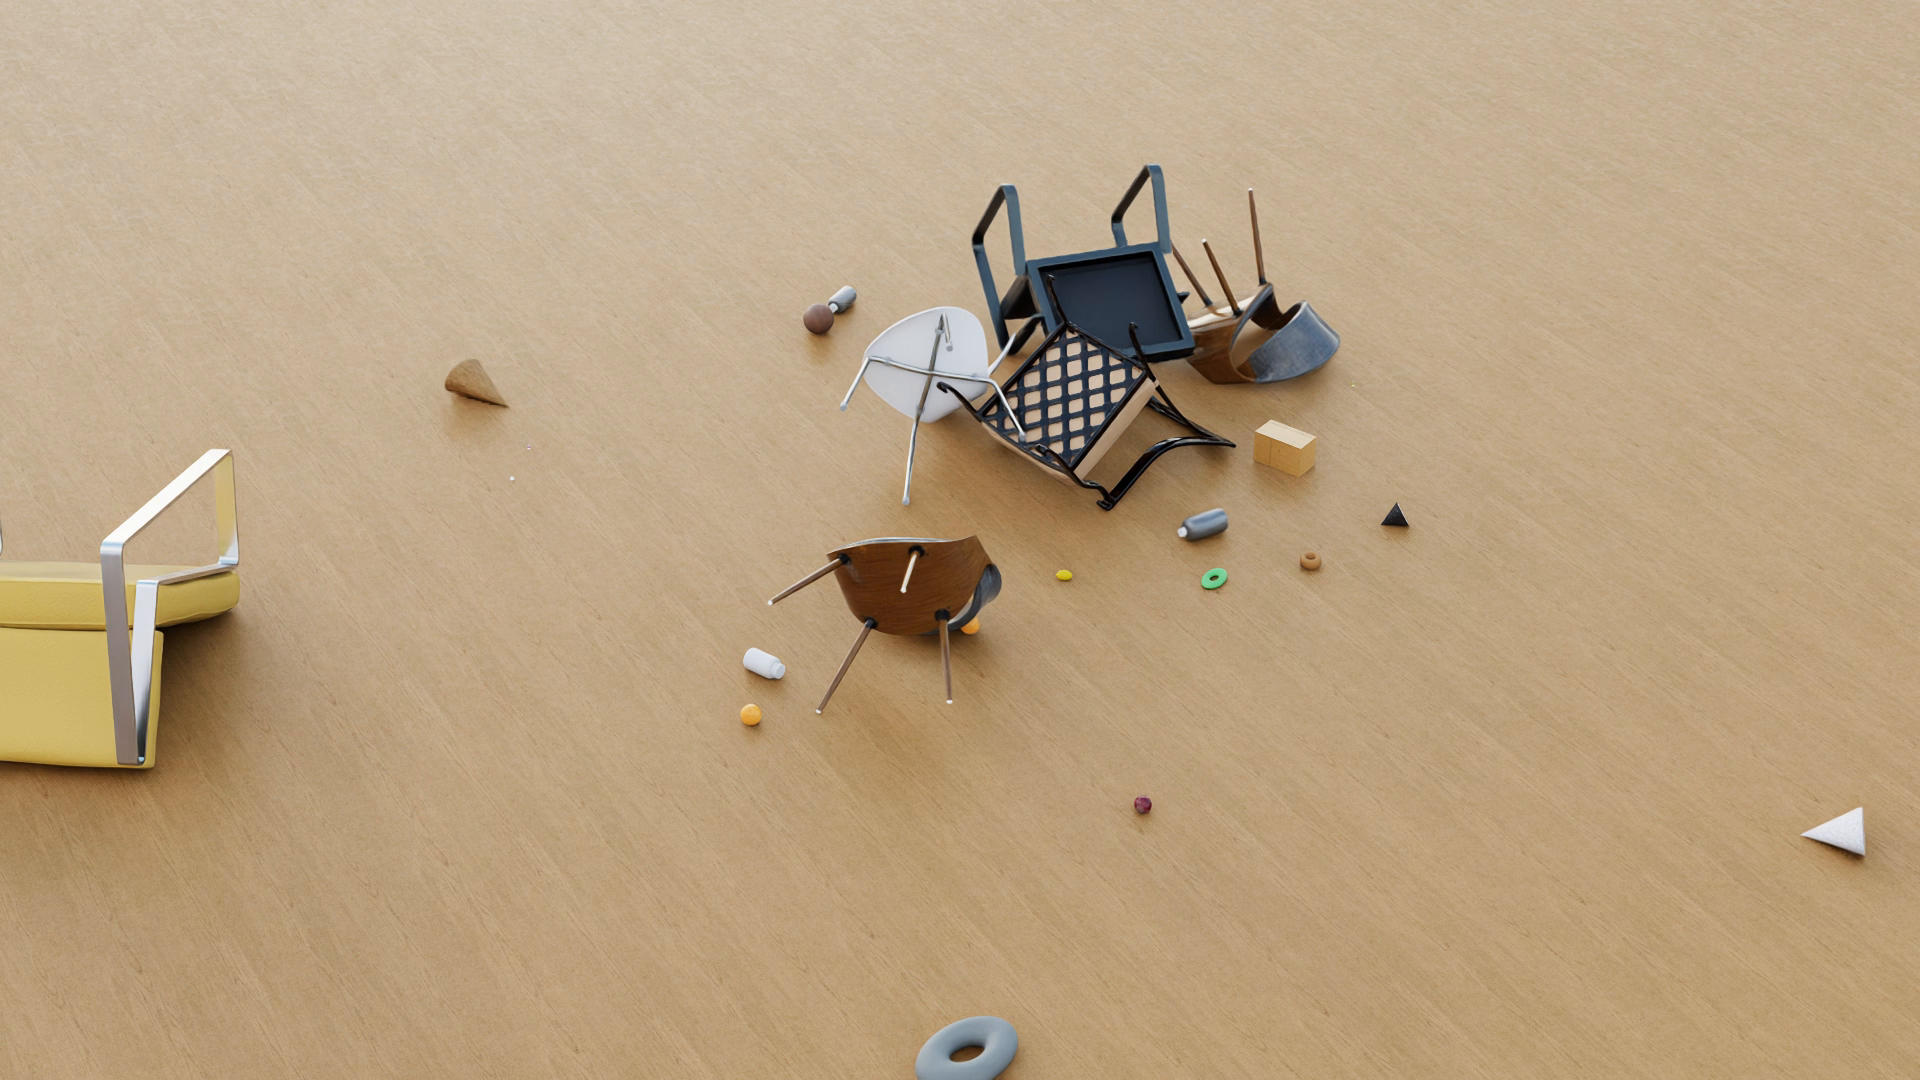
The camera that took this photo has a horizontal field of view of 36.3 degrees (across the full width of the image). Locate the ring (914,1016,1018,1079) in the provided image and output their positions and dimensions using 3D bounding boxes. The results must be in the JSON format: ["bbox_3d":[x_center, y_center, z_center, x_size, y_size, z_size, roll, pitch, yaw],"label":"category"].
[{"bbox_3d":[0.020,1.506,8.587,0.349,0.080,0.233,-27,43,-33],"label":"ring"}]

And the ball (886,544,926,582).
[{"bbox_3d":[-0.197,0.083,10.687,0.144,0.144,0.144,0,33,0],"label":"ball"}]

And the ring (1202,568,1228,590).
[{"bbox_3d":[0.929,0.141,10.710,0.082,0.023,0.136,19,38,25],"label":"ring"}]

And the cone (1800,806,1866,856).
[{"bbox_3d":[2.814,0.946,9.464,0.197,0.103,0.239,-6,27,19],"label":"cone"}]

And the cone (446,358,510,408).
[{"bbox_3d":[-1.906,-0.598,11.781,0.249,0.153,0.228,34,20,14],"label":"cone"}]

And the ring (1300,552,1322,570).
[{"bbox_3d":[1.291,0.076,10.790,0.080,0.042,0.087,-6,32,-7],"label":"ring"}]

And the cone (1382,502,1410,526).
[{"bbox_3d":[1.623,-0.078,11.022,0.094,0.103,0.096,-27,23,10],"label":"cone"}]

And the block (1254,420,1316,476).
[{"bbox_3d":[1.259,-0.356,11.367,0.209,0.129,0.112,23,40,31],"label":"block"}]
